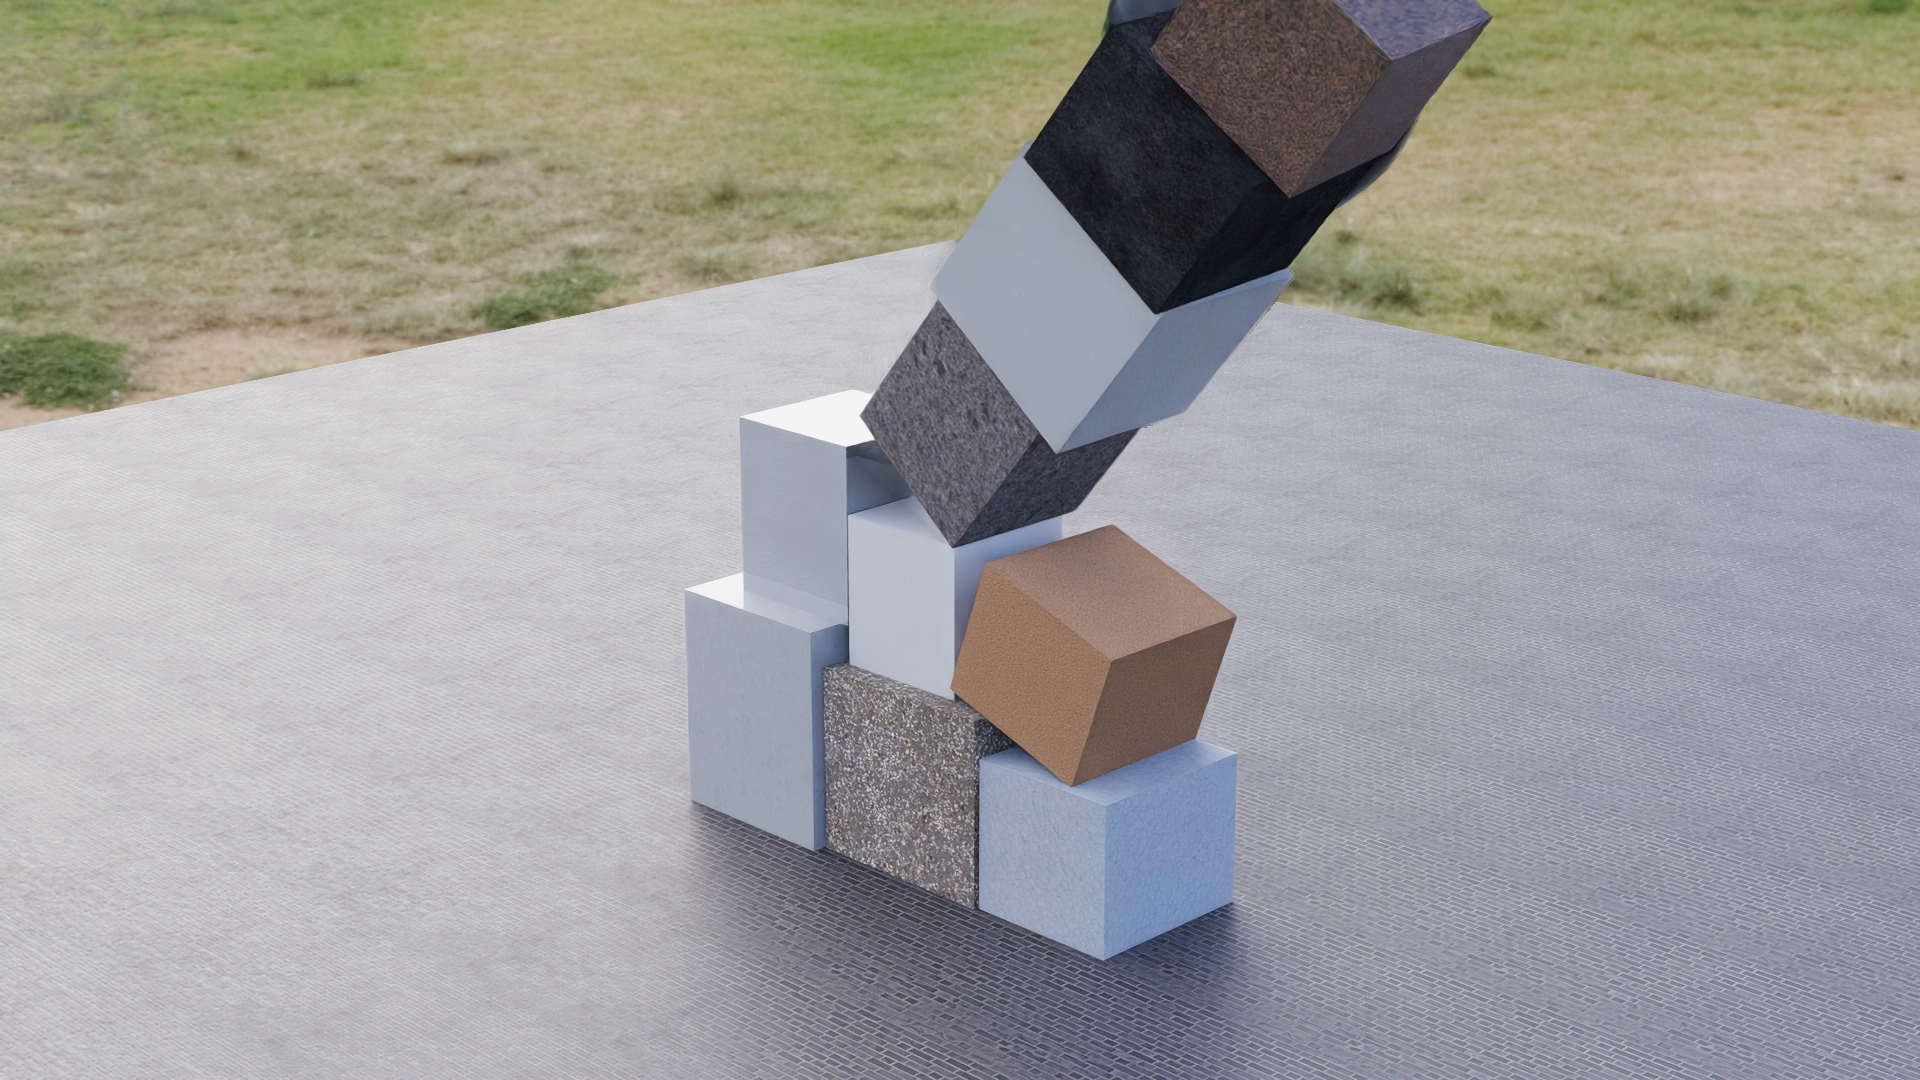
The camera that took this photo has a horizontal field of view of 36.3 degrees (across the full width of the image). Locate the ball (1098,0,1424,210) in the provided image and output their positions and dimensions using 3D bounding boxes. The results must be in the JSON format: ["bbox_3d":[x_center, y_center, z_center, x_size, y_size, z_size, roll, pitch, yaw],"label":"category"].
[{"bbox_3d":[1.467,-2.317,14.151,1.600,1.600,1.600,0,17,0],"label":"ball"}]

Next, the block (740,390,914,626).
[{"bbox_3d":[-0.517,-0.167,13.843,0.723,0.857,0.734,-17,24,-42],"label":"block"}]

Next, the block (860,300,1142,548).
[{"bbox_3d":[0.225,-0.594,12.960,0.790,0.838,0.768,-17,64,-42],"label":"block"}]

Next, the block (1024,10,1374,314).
[{"bbox_3d":[0.977,-1.563,11.780,0.889,0.750,0.866,-22,68,-44],"label":"block"}]

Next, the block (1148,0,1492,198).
[{"bbox_3d":[1.380,-1.940,11.267,0.808,0.731,0.753,48,43,13],"label":"block"}]

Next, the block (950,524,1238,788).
[{"bbox_3d":[0.582,0.494,12.893,0.816,0.673,0.784,-17,43,-42],"label":"block"}]

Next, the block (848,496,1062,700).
[{"bbox_3d":[-0.022,0.227,13.432,0.681,0.718,0.696,17,24,42],"label":"block"}]

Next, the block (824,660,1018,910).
[{"bbox_3d":[0.055,1.017,13.613,0.957,0.897,0.977,-17,24,-42],"label":"block"}]

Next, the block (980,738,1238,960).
[{"bbox_3d":[0.656,1.294,13.033,0.864,0.716,0.751,-17,24,-42],"label":"block"}]

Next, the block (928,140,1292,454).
[{"bbox_3d":[0.627,-1.091,12.366,0.838,0.906,0.945,-19,65,-43],"label":"block"}]

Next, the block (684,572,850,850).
[{"bbox_3d":[-0.632,0.734,14.206,1.040,1.081,0.895,-17,24,-42],"label":"block"}]
